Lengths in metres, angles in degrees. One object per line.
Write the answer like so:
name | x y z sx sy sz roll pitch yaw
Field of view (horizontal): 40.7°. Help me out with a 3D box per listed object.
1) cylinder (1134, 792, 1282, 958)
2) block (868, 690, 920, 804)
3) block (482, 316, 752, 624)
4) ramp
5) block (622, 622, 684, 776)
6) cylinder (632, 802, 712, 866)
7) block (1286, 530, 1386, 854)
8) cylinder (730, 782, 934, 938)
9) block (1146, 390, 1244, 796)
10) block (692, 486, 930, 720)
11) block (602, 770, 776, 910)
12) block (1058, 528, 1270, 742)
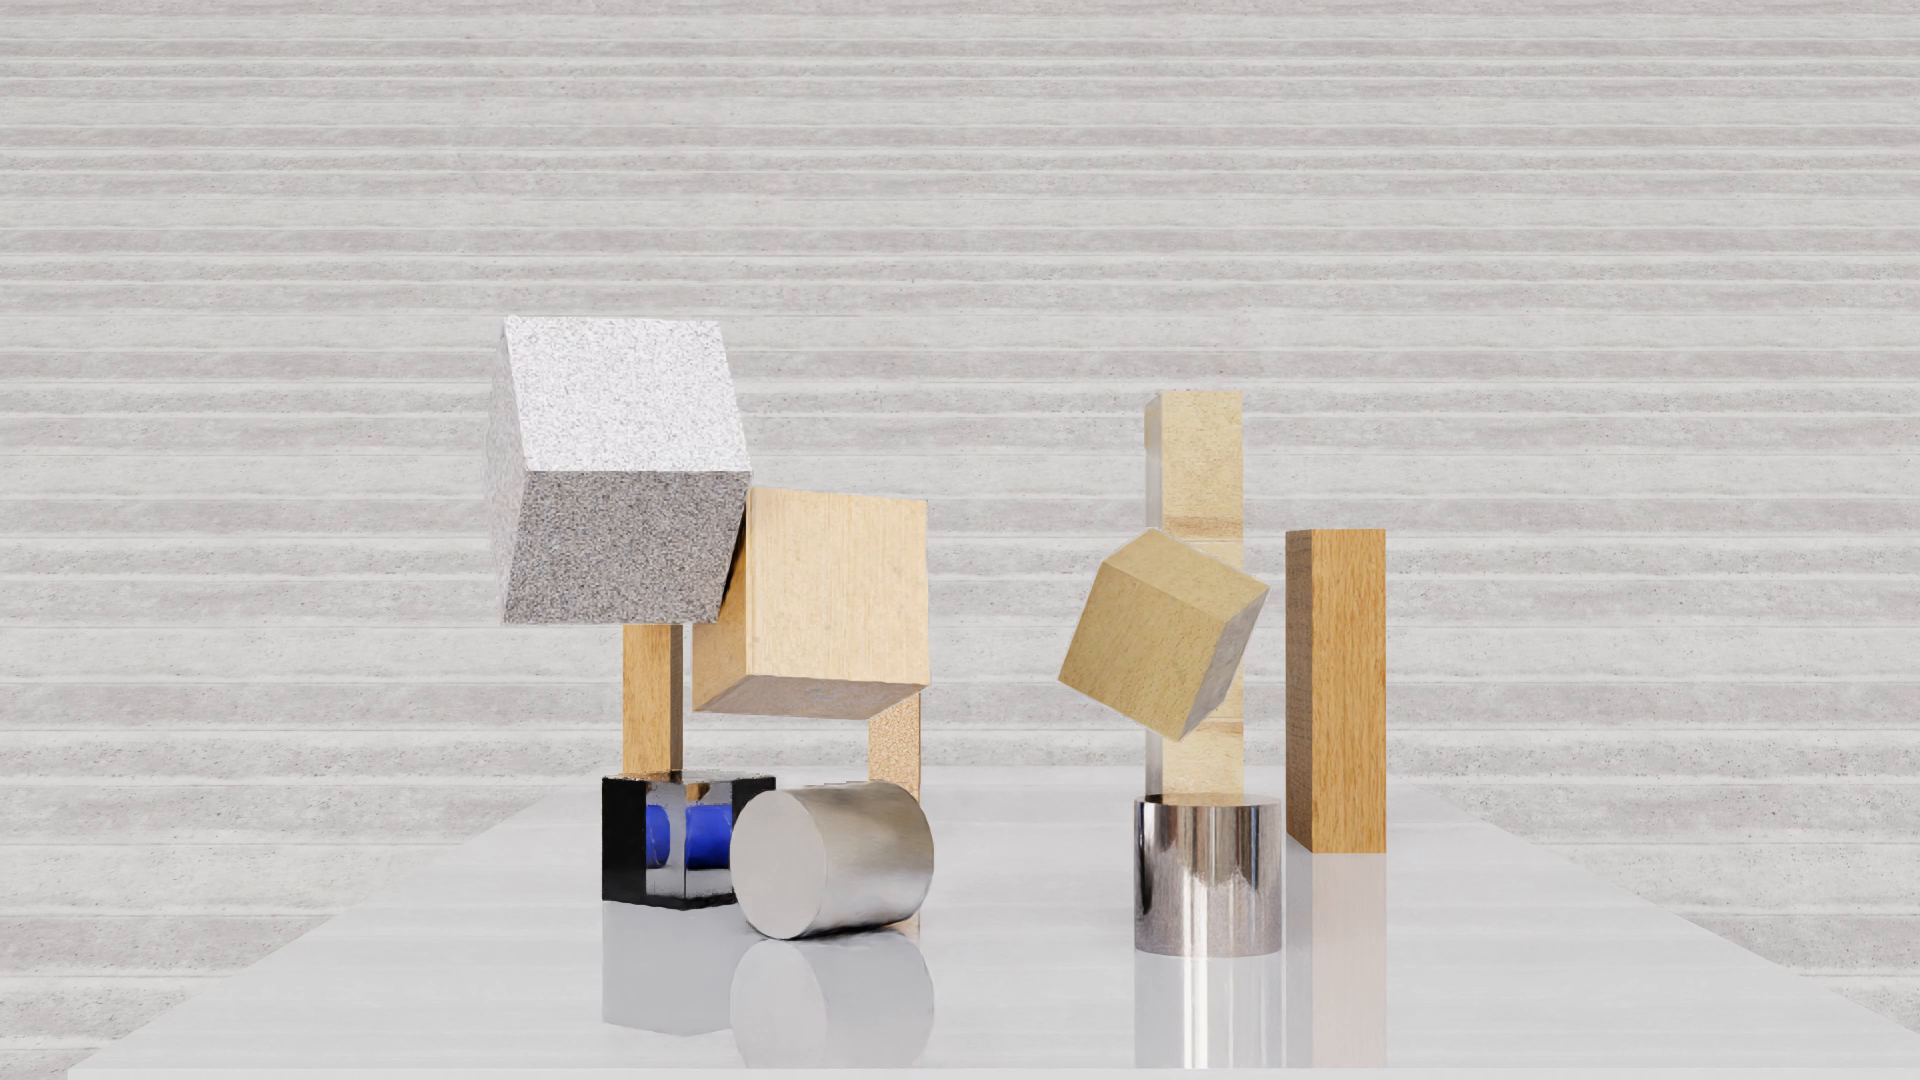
cylinder | 0.340 0.457 3.552 0.202 0.202 0.202 0 0 0
block | -0.126 0.268 5.041 0.095 0.606 0.260 0 0 0
block | -0.335 -0.066 2.489 0.207 0.207 0.207 0 46 -18
ramp | 0.070 0.618 4.697 2.000 0.100 4.000 0 0 0
block | -0.700 0.323 5.915 0.106 0.511 0.270 0 0 0
cylinder | -0.501 0.511 4.516 0.108 0.108 0.108 1 28 -28
block | 0.705 0.275 4.882 0.134 0.587 0.379 0 0 0
cylinder | -0.183 0.455 3.698 0.207 0.207 0.207 0 23 -44
block | 0.343 0.175 3.826 0.114 0.769 0.342 0 0 0
block | -0.150 0.066 2.554 0.182 0.182 0.182 4 -16 -21
block | -0.425 0.467 4.057 0.191 0.191 0.191 0 -1 41
block | 0.229 0.104 2.898 0.152 0.152 0.152 27 24 17
